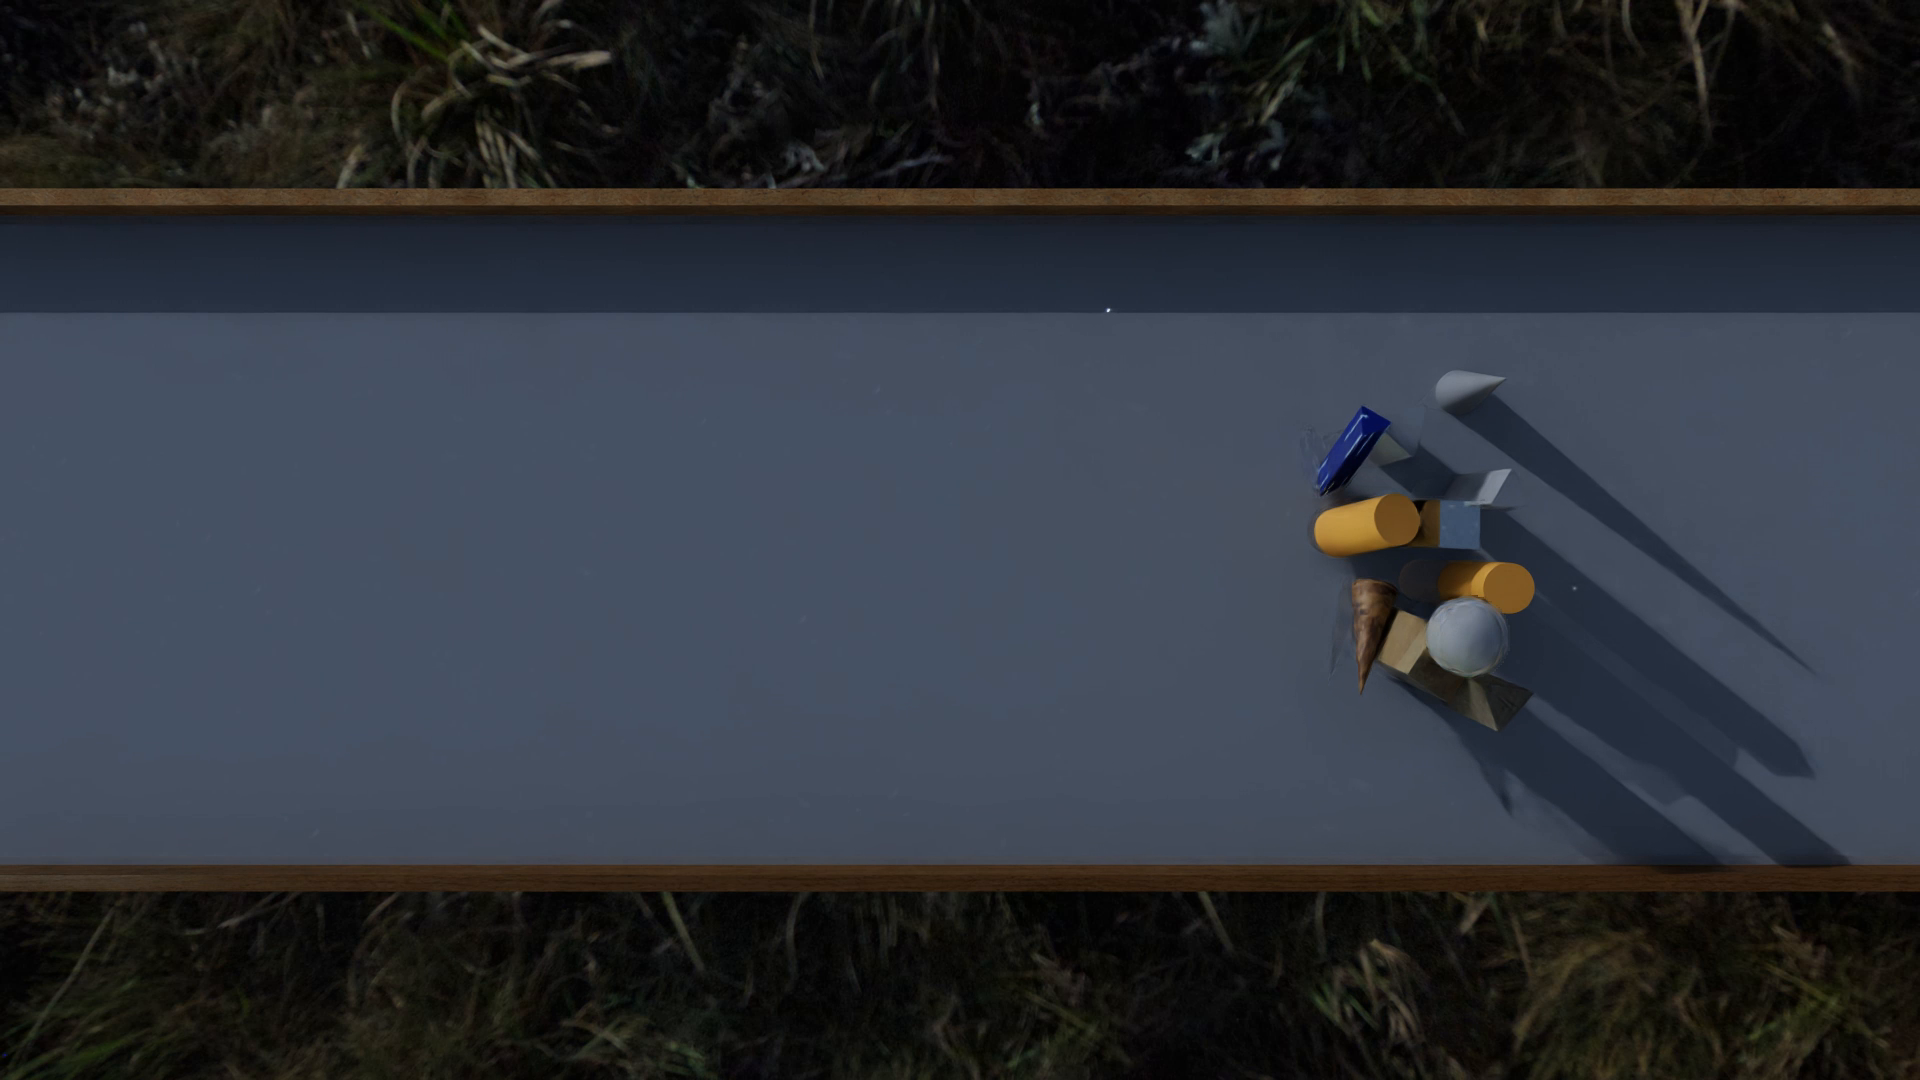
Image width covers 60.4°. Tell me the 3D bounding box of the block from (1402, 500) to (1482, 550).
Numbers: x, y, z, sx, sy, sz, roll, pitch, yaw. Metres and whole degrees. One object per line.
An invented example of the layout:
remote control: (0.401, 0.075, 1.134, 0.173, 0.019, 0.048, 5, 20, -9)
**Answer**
block: (1.364, -0.046, 4.878, 0.136, 0.374, 0.136, 2, 90, -19)

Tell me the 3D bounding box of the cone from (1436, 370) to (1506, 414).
cone: (1.534, -0.454, 4.849, 0.139, 0.455, 0.139, 0, 90, 0)

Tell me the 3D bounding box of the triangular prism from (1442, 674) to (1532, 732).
triangular prism: (1.512, 0.432, 4.875, 0.129, 0.388, 0.148, 40, 90, -8)

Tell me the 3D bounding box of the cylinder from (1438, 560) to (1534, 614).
cylinder: (1.541, 0.135, 4.853, 0.144, 0.447, 0.144, 0, 90, 0)

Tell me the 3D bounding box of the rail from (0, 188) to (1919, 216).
rail: (-2.247, -1.025, 5.002, 12.000, 0.150, 0.050, 0, 90, 0)

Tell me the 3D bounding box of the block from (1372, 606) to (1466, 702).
block: (1.359, 0.335, 4.905, 0.167, 0.306, 0.167, 34, 90, -17)

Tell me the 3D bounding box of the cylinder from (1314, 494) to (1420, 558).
cylinder: (1.205, -0.041, 4.898, 0.151, 0.325, 0.151, 2, 82, -19)

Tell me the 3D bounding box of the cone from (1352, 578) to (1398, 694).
cone: (1.218, 0.307, 4.934, 0.138, 0.138, 0.357, 14, 68, 0)

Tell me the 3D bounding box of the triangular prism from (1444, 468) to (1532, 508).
triangular prism: (1.546, -0.149, 4.868, 0.121, 0.408, 0.105, 1, 90, -5)

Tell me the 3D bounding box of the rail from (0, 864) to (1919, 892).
rail: (-2.247, 1.025, 5.001, 12.000, 0.150, 0.050, 0, 90, 0)

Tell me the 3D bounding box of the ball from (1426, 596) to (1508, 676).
ball: (1.418, 0.271, 4.613, 0.224, 0.224, 0.224, 0, 90, 0)

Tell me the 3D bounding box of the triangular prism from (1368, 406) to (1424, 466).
triangular prism: (1.284, -0.330, 4.903, 0.150, 0.341, 0.130, 43, 87, 0)

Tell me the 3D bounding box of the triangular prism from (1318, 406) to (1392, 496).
triangular prism: (1.142, -0.268, 4.869, 0.095, 0.422, 0.082, -25, 72, -14)
